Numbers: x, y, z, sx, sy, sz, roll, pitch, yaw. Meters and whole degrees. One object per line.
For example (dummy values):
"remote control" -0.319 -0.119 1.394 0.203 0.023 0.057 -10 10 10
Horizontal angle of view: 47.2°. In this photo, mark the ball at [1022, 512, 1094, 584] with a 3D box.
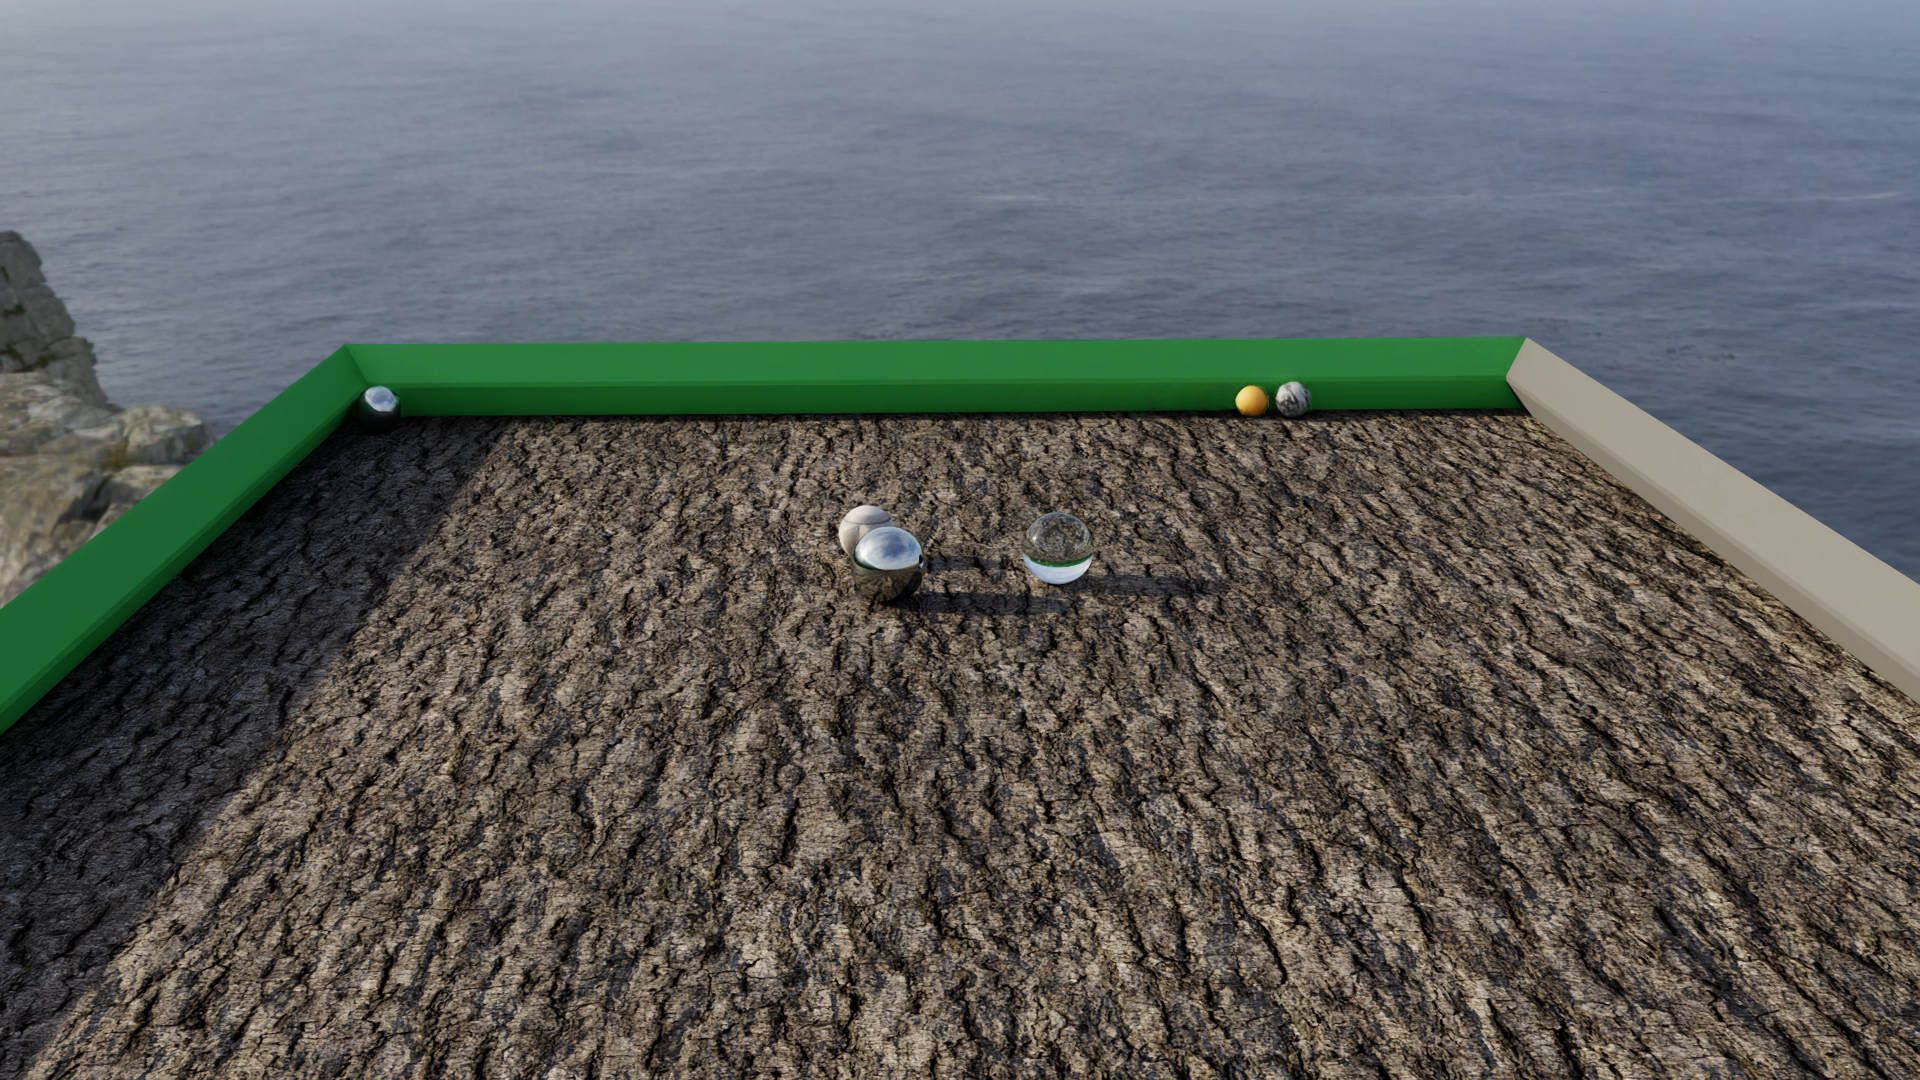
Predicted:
"ball" 0.123 0.010 2.761 0.091 0.091 0.091 0 15 0

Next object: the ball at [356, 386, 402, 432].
"ball" -0.953 -0.215 3.606 0.075 0.075 0.075 0 15 0

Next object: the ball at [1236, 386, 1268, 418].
"ball" 0.492 -0.234 3.717 0.053 0.053 0.053 0 15 0

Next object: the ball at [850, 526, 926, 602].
"ball" -0.087 0.030 2.686 0.094 0.094 0.094 0 15 0

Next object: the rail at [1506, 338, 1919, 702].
"rail" 1.012 0.222 1.935 0.045 0.122 3.822 -1 15 -2

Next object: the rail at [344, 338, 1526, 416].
"rail" -0.032 -0.272 3.721 2.008 0.122 0.045 -1 15 -2

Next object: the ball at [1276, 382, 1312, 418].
"ball" 0.563 -0.237 3.710 0.061 0.061 0.061 0 15 0

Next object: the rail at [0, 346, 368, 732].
"rail" -0.947 0.240 1.871 0.045 0.122 3.822 -1 15 -2

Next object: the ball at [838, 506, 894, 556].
"ball" -0.121 -0.008 2.862 0.074 0.074 0.074 0 15 0
